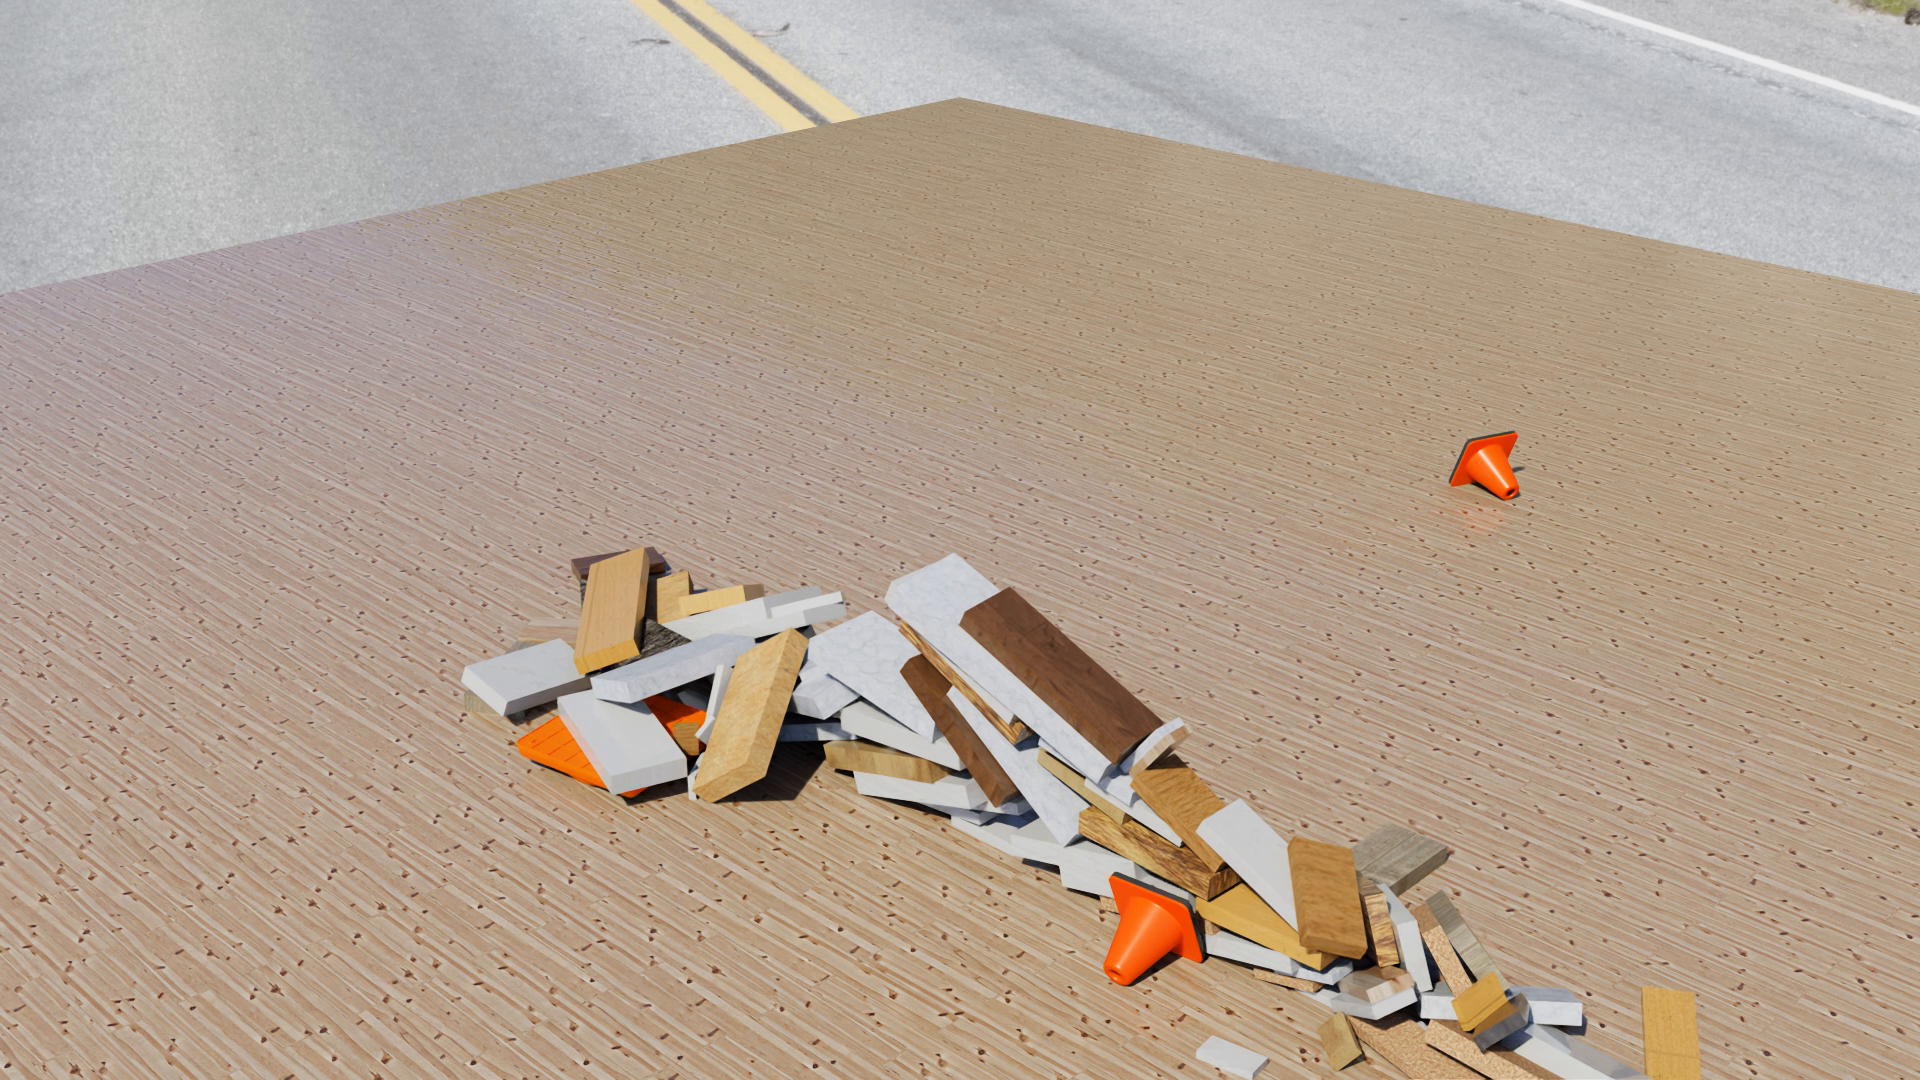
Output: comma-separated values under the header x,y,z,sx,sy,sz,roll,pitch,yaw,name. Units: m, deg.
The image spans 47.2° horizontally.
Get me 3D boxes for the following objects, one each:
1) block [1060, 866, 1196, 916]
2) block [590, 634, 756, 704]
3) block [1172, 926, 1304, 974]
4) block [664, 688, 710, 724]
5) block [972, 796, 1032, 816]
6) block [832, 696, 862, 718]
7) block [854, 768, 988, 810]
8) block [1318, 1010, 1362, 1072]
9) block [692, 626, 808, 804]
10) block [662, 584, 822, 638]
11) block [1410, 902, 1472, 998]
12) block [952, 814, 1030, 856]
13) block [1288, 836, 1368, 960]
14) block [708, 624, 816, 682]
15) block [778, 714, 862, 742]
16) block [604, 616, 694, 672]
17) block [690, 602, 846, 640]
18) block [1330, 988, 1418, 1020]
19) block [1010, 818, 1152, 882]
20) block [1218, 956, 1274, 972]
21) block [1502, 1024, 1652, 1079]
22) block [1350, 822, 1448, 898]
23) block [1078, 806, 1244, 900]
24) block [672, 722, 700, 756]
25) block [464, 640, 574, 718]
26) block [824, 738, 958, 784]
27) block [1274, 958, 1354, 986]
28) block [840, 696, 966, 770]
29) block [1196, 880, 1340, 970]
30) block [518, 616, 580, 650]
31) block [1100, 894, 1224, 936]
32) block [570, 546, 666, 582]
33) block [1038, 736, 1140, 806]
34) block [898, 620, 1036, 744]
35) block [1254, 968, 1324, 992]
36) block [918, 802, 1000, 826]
x,y,z,sx,sy,sz,roll,pitch,yaw,name
0.354,0.622,4.104,0.310,0.044,0.155,5,20,44,block
-0.611,0.272,4.711,0.320,0.045,0.160,-19,12,-35,block
0.527,0.711,3.965,0.265,0.037,0.132,5,20,45,block
-0.572,0.372,4.856,0.151,0.021,0.076,17,28,35,block
0.084,0.508,4.336,0.087,0.025,0.174,-22,14,-40,block
-0.260,0.313,4.657,0.132,0.037,0.265,-32,17,-22,block
-0.037,0.474,4.449,0.174,0.049,0.347,-22,14,-39,block
0.640,0.844,3.710,0.054,0.015,0.107,-41,20,12,block
-0.431,0.360,4.542,0.179,0.051,0.358,-29,33,39,block
-0.493,0.171,4.989,0.353,0.050,0.176,-15,-2,42,block
0.833,0.711,3.811,0.035,0.124,0.248,-28,-4,5,block
0.075,0.572,4.380,0.087,0.025,0.174,-22,31,-40,block
0.637,0.620,3.820,0.111,0.031,0.222,14,39,-11,block
-0.436,0.249,4.815,0.234,0.033,0.117,-15,19,34,block
-0.263,0.386,4.683,0.265,0.037,0.132,-7,11,46,block
-0.713,0.252,4.945,0.152,0.043,0.303,-28,22,-23,block
-0.469,0.205,4.912,0.117,0.033,0.536,-12,-2,-44,block
0.702,0.783,3.742,0.082,0.023,0.164,-20,-1,-17,block
0.262,0.574,4.173,0.310,0.044,0.155,5,20,45,block
0.530,0.744,3.952,0.125,0.018,0.063,5,20,44,block
1.035,0.868,3.598,0.133,0.038,0.266,13,8,-46,block
0.807,0.631,4.226,0.133,0.038,0.265,20,30,39,block
0.384,0.550,4.034,0.155,0.044,0.310,-21,32,-40,block
-0.574,0.417,4.611,0.054,0.015,0.107,-2,26,-5,block
-0.993,0.312,4.973,0.141,0.040,0.283,5,24,13,block
-0.105,0.427,4.503,0.174,0.049,0.347,-21,14,-37,block
0.620,0.750,3.865,0.125,0.018,0.063,2,18,45,block
-0.061,0.368,4.416,0.174,0.049,0.347,-23,25,-39,block
0.564,0.669,3.896,0.265,0.037,0.132,19,30,38,block
-0.909,0.228,5.182,0.234,0.033,0.117,4,23,9,block
0.402,0.664,4.074,0.265,0.037,0.132,5,20,45,block
-0.866,0.066,5.566,0.215,0.030,0.108,-9,25,-21,block
0.266,0.402,4.070,0.221,0.031,0.111,32,38,31,block
0.054,0.238,4.225,0.165,0.047,0.330,-24,58,-42,block
0.591,0.768,3.897,0.125,0.018,0.063,6,21,43,block
0.005,0.524,4.432,0.174,0.025,0.087,14,27,42,block
